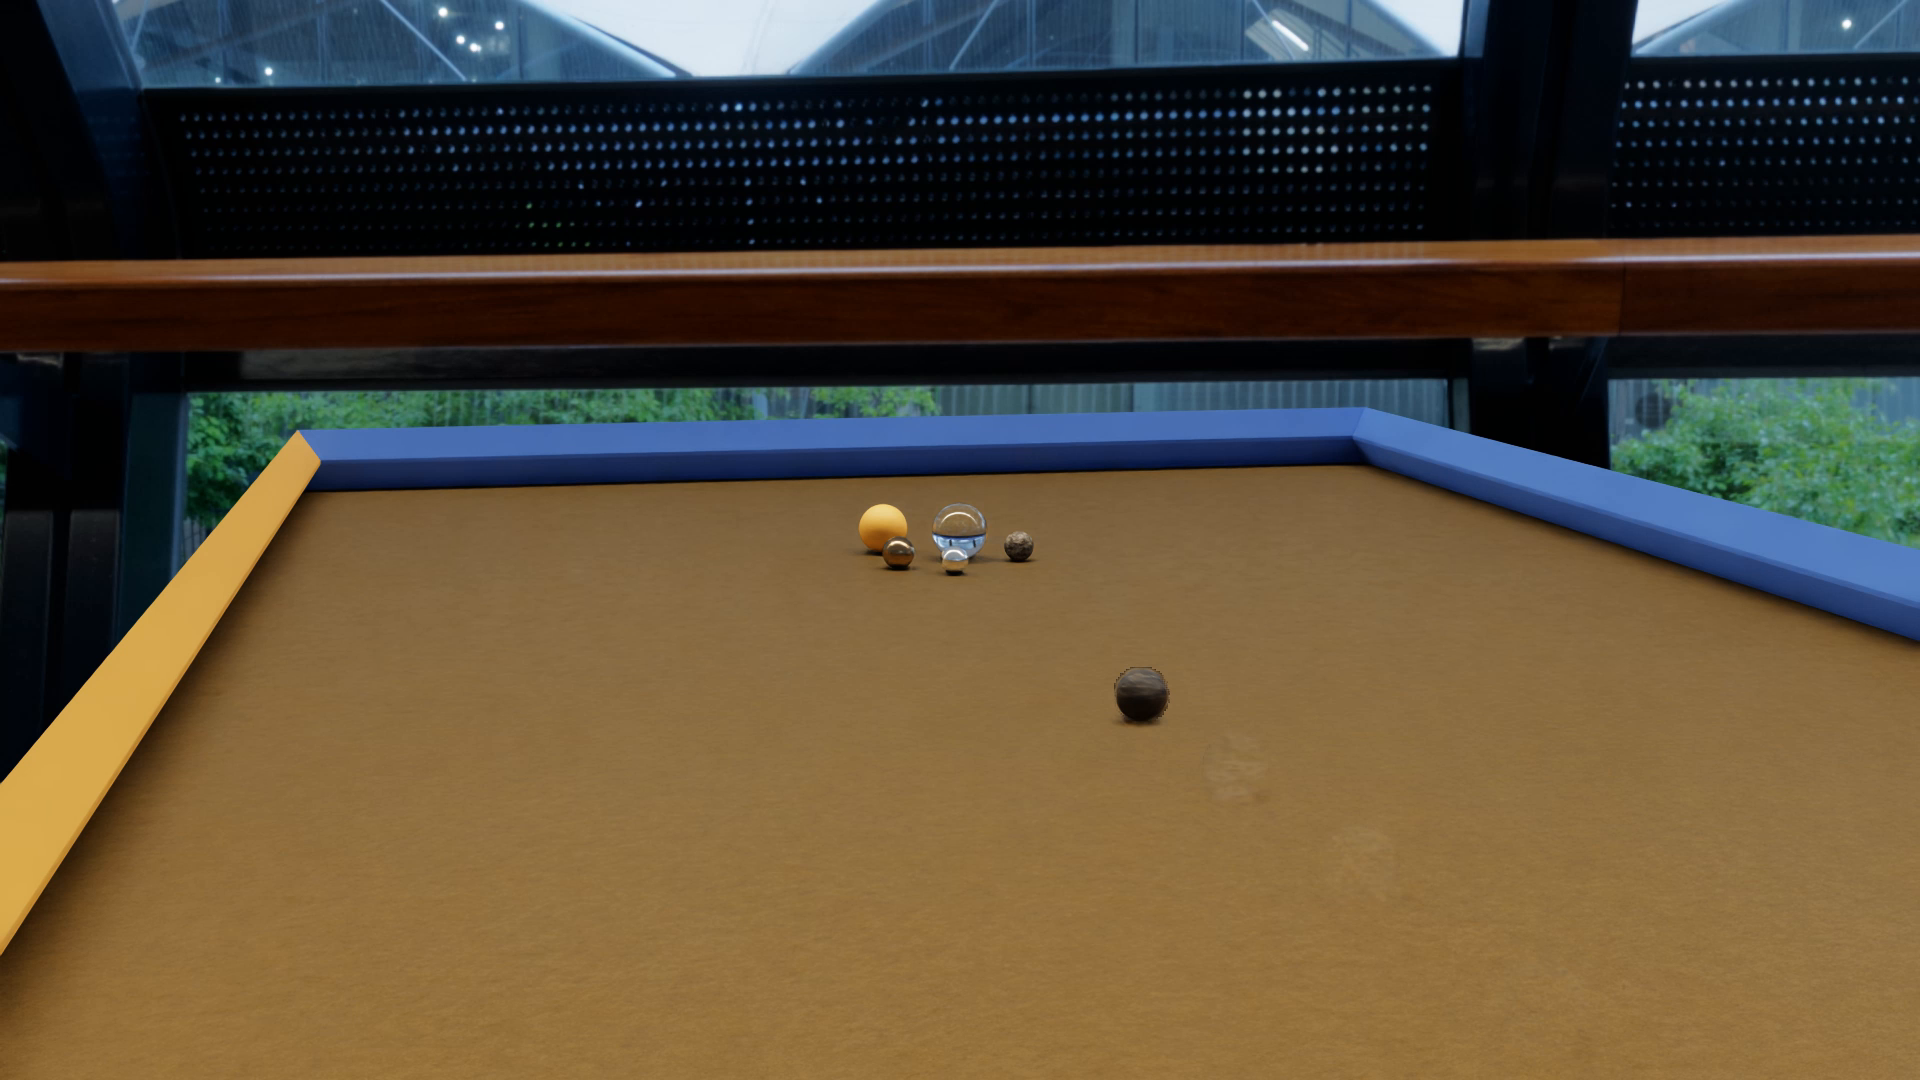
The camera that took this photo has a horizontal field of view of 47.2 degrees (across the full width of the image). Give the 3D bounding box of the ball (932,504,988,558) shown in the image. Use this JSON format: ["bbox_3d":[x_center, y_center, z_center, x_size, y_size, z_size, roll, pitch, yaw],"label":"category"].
[{"bbox_3d":[0.000,-0.014,3.426,0.088,0.088,0.088,0,9,0],"label":"ball"}]

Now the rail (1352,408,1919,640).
[{"bbox_3d":[1.242,0.099,2.643,0.045,0.114,4.098,-2,9,-11],"label":"rail"}]

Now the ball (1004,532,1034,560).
[{"bbox_3d":[0.092,0.009,3.418,0.046,0.046,0.046,0,9,0],"label":"ball"}]

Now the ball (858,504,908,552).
[{"bbox_3d":[-0.122,-0.018,3.491,0.077,0.077,0.077,0,9,0],"label":"ball"}]

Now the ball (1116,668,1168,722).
[{"bbox_3d":[0.198,0.169,2.394,0.057,0.057,0.057,0,9,0],"label":"ball"}]

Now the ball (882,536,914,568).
[{"bbox_3d":[-0.094,0.019,3.346,0.049,0.049,0.049,0,9,0],"label":"ball"}]

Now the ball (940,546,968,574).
[{"bbox_3d":[-0.008,0.030,3.300,0.043,0.043,0.043,0,9,0],"label":"ball"}]

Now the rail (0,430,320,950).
[{"bbox_3d":[-0.830,0.166,2.223,0.045,0.114,4.098,-2,9,-11],"label":"rail"}]

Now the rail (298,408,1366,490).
[{"bbox_3d":[-0.201,-0.184,4.392,2.162,0.114,0.045,-2,9,-11],"label":"rail"}]
